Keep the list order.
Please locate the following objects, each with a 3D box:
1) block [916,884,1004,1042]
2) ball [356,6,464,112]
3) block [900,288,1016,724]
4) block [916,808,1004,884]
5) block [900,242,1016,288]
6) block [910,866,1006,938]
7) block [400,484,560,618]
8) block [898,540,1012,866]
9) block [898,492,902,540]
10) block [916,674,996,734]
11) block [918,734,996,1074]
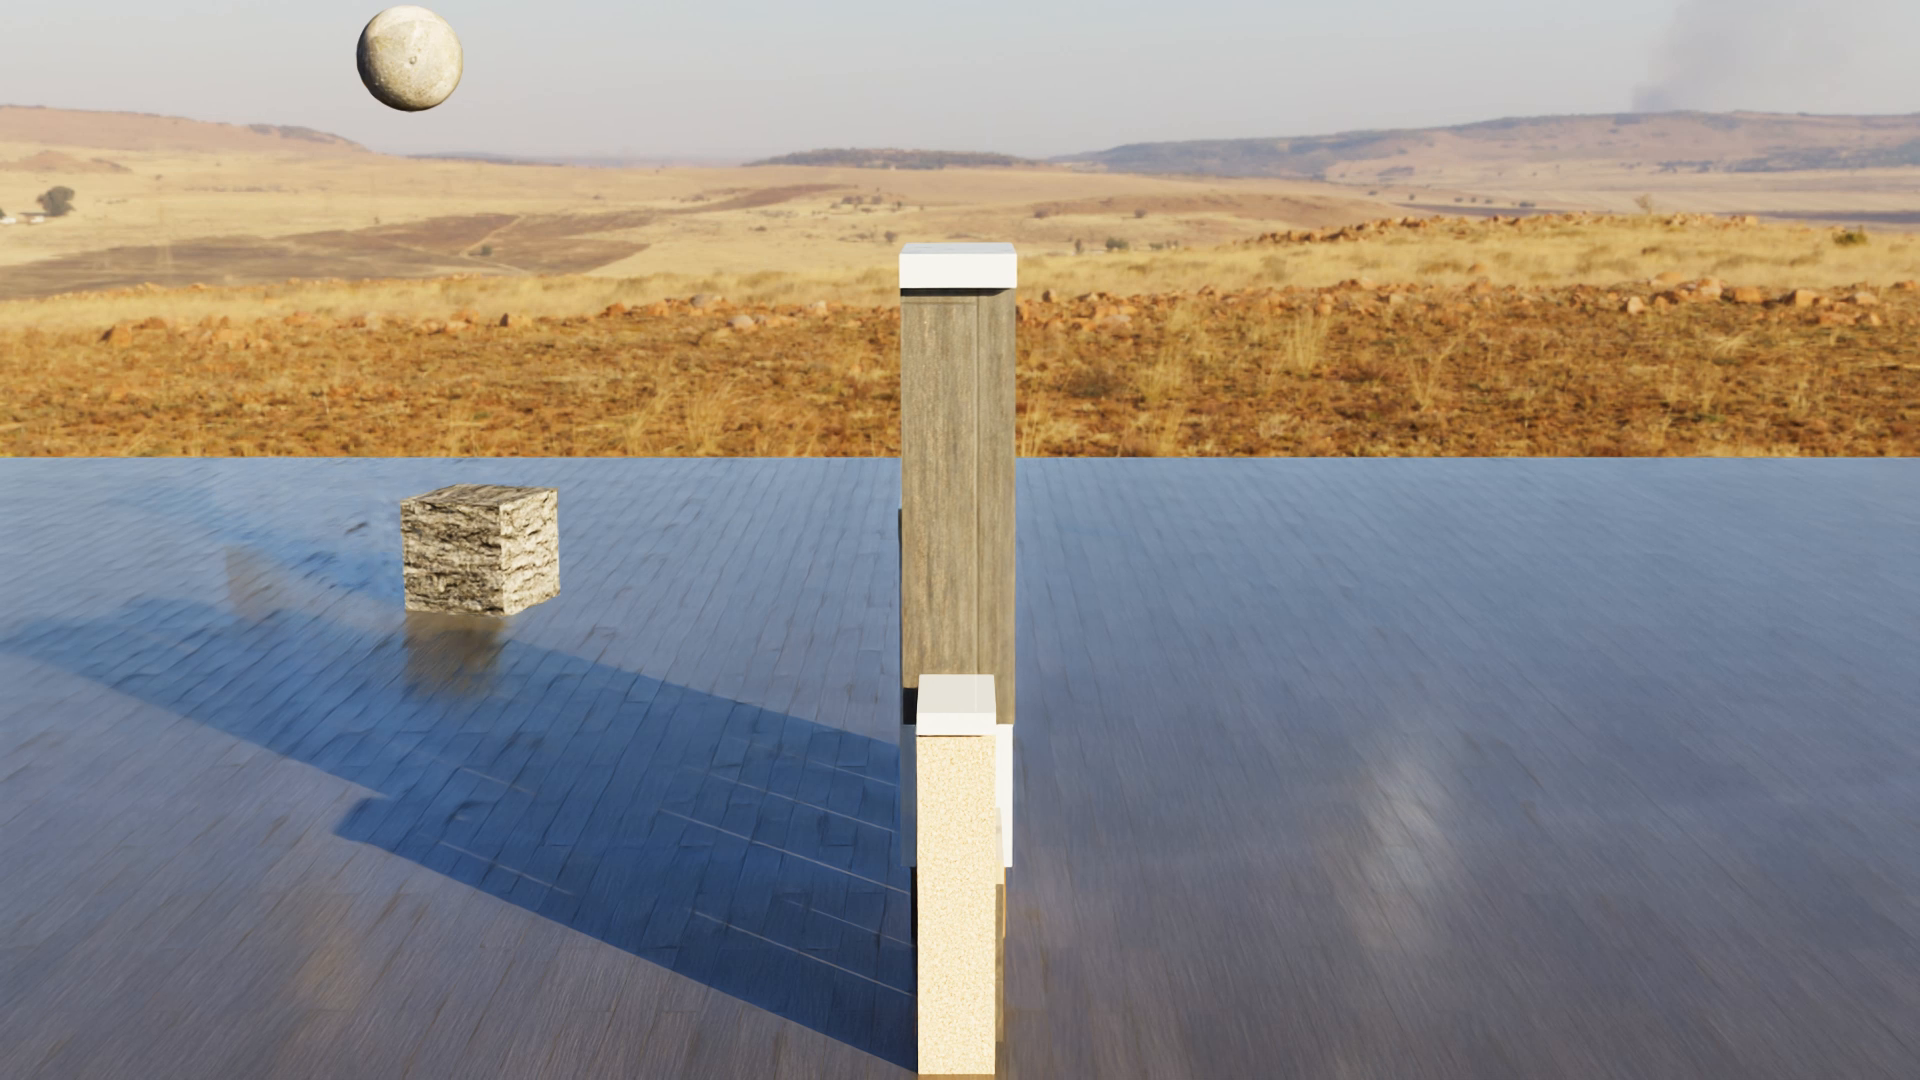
[{"bbox_3d":[0.000,0.580,3.068,0.119,0.238,0.034,0,11,0],"label":"block"},{"bbox_3d":[-1.345,-1.177,5.378,0.256,0.256,0.256,0,11,0],"label":"ball"},{"bbox_3d":[-0.002,-0.047,3.125,0.160,0.628,0.045,0,10,0],"label":"block"},{"bbox_3d":[0.000,0.432,3.121,0.119,0.034,0.239,0,11,0],"label":"block"},{"bbox_3d":[-0.002,-0.398,3.169,0.160,0.045,0.320,0,10,0],"label":"block"},{"bbox_3d":[-0.003,0.476,3.465,0.149,0.299,0.042,0,11,0],"label":"block"},{"bbox_3d":[-1.284,0.024,5.903,0.298,0.298,0.298,3,11,18],"label":"block"},{"bbox_3d":[-0.006,0.237,3.258,0.166,0.501,0.047,0,11,0],"label":"block"},{"bbox_3d":[-0.005,-0.052,3.317,0.166,0.047,0.331,0,11,0],"label":"block"},{"bbox_3d":[-0.005,0.220,2.959,0.103,0.029,0.206,0,11,0],"label":"block"},{"bbox_3d":[-0.005,0.482,2.938,0.103,0.478,0.029,0,11,0],"label":"block"}]
